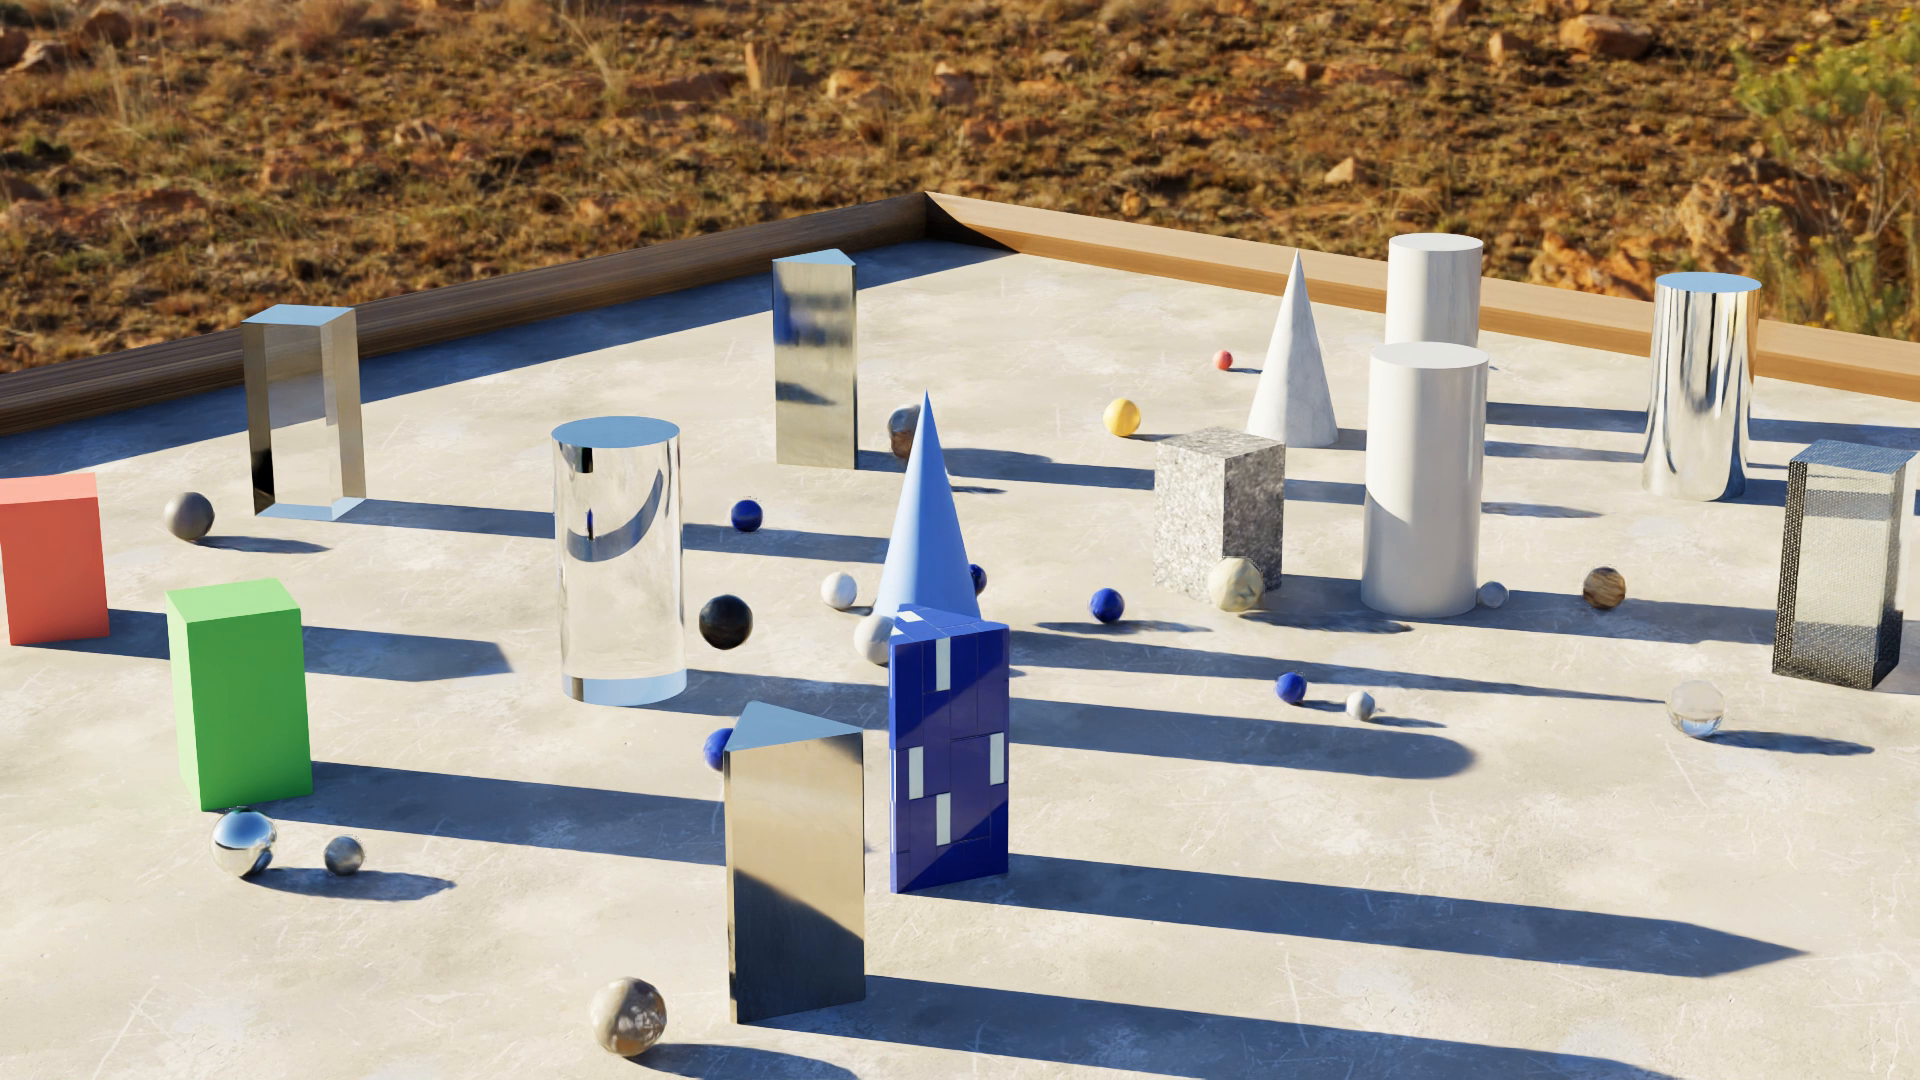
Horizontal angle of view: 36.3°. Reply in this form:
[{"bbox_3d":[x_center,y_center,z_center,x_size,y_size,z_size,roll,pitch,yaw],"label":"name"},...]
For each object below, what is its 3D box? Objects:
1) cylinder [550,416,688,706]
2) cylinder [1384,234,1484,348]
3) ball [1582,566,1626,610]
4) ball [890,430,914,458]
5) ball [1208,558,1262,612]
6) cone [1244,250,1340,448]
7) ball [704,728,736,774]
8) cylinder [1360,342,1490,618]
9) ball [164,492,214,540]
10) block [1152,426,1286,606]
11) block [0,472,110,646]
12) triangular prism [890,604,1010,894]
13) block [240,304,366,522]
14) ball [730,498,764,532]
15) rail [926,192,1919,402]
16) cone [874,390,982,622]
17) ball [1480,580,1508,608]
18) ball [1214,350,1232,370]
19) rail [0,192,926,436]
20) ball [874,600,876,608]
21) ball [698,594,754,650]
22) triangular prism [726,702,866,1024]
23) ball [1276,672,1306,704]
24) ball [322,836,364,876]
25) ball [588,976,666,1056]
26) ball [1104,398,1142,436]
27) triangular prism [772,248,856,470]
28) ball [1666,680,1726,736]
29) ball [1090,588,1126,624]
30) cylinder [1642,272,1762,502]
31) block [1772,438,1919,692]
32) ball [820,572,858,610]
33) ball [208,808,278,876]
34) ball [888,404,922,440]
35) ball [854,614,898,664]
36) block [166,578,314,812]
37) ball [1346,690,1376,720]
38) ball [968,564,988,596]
[{"bbox_3d":[-0.536,0.031,4.628,0.200,0.418,0.200,0,17,0],"label":"cylinder"},{"bbox_3d":[1.023,-0.463,6.353,0.200,0.370,0.200,0,17,0],"label":"cylinder"},{"bbox_3d":[1.110,0.083,5.051,0.075,0.075,0.075,0,17,0],"label":"ball"},{"bbox_3d":[-0.112,-0.196,5.986,0.059,0.059,0.059,0,17,0],"label":"ball"},{"bbox_3d":[0.470,0.077,5.013,0.095,0.095,0.095,0,17,0],"label":"ball"},{"bbox_3d":[0.700,-0.413,6.130,0.200,0.403,0.200,0,17,0],"label":"cone"},{"bbox_3d":[-0.344,0.310,4.312,0.067,0.067,0.067,0,17,0],"label":"ball"},{"bbox_3d":[0.799,-0.105,5.047,0.200,0.438,0.200,0,17,0],"label":"cylinder"},{"bbox_3d":[-1.432,-0.045,5.446,0.092,0.092,0.092,0,17,0],"label":"ball"},{"bbox_3d":[0.454,-0.043,5.140,0.160,0.265,0.160,-15,22,-41],"label":"block"},{"bbox_3d":[-1.526,0.030,4.935,0.160,0.244,0.160,-5,18,-17],"label":"block"},{"bbox_3d":[-0.044,0.272,3.948,0.173,0.349,0.150,-8,18,-25],"label":"triangular prism"},{"bbox_3d":[-1.254,-0.245,5.612,0.160,0.380,0.160,4,17,12],"label":"block"},{"bbox_3d":[-0.399,-0.045,5.498,0.063,0.063,0.063,0,17,0],"label":"ball"},{"bbox_3d":[1.579,-0.492,6.861,4.485,0.130,0.045,14,22,39],"label":"rail"},{"bbox_3d":[-0.055,-0.041,4.837,0.200,0.436,0.200,0,17,0],"label":"cone"},{"bbox_3d":[0.922,0.093,5.066,0.047,0.047,0.047,0,17,0],"label":"ball"},{"bbox_3d":[0.606,-0.415,6.755,0.045,0.045,0.045,0,17,0],"label":"ball"},{"bbox_3d":[-1.676,-0.387,6.513,0.045,0.130,4.865,14,22,39],"label":"rail"},{"bbox_3d":[-0.125,0.113,4.982,0.046,0.046,0.046,0,17,0],"label":"ball"},{"bbox_3d":[-0.373,0.131,4.673,0.089,0.089,0.089,0,17,0],"label":"ball"},{"bbox_3d":[-0.224,0.384,3.574,0.173,0.350,0.150,-7,18,-23],"label":"triangular prism"},{"bbox_3d":[0.520,0.232,4.600,0.049,0.049,0.049,0,17,0],"label":"ball"},{"bbox_3d":[-0.830,0.426,3.948,0.055,0.055,0.055,0,17,0],"label":"ball"},{"bbox_3d":[-0.390,0.559,3.441,0.092,0.092,0.092,0,17,0],"label":"ball"},{"bbox_3d":[0.342,-0.258,6.176,0.079,0.079,0.079,0,17,0],"label":"ball"},{"bbox_3d":[-0.272,-0.371,5.962,0.173,0.420,0.150,5,17,15],"label":"triangular prism"},{"bbox_3d":[1.119,0.256,4.457,0.087,0.087,0.087,0,17,0],"label":"ball"},{"bbox_3d":[0.250,0.111,4.983,0.060,0.060,0.060,0,17,0],"label":"ball"},{"bbox_3d":[1.451,-0.302,5.743,0.200,0.413,0.200,0,17,0],"label":"cylinder"},{"bbox_3d":[1.421,0.038,4.709,0.160,0.358,0.160,10,20,31],"label":"block"},{"bbox_3d":[-0.208,0.087,5.055,0.064,0.064,0.064,0,17,0],"label":"ball"},{"bbox_3d":[-0.964,0.407,3.946,0.091,0.091,0.091,0,17,0],"label":"ball"},{"bbox_3d":[-0.100,-0.233,6.056,0.100,0.100,0.100,0,17,0],"label":"ball"},{"bbox_3d":[-0.133,0.161,4.782,0.081,0.081,0.081,0,17,0],"label":"ball"},{"bbox_3d":[-1.041,0.221,4.233,0.160,0.283,0.160,-8,18,-24],"label":"block"},{"bbox_3d":[0.619,0.255,4.531,0.045,0.045,0.045,0,17,0],"label":"ball"},{"bbox_3d":[0.018,0.069,4.989,0.058,0.058,0.058,0,17,0],"label":"ball"}]
